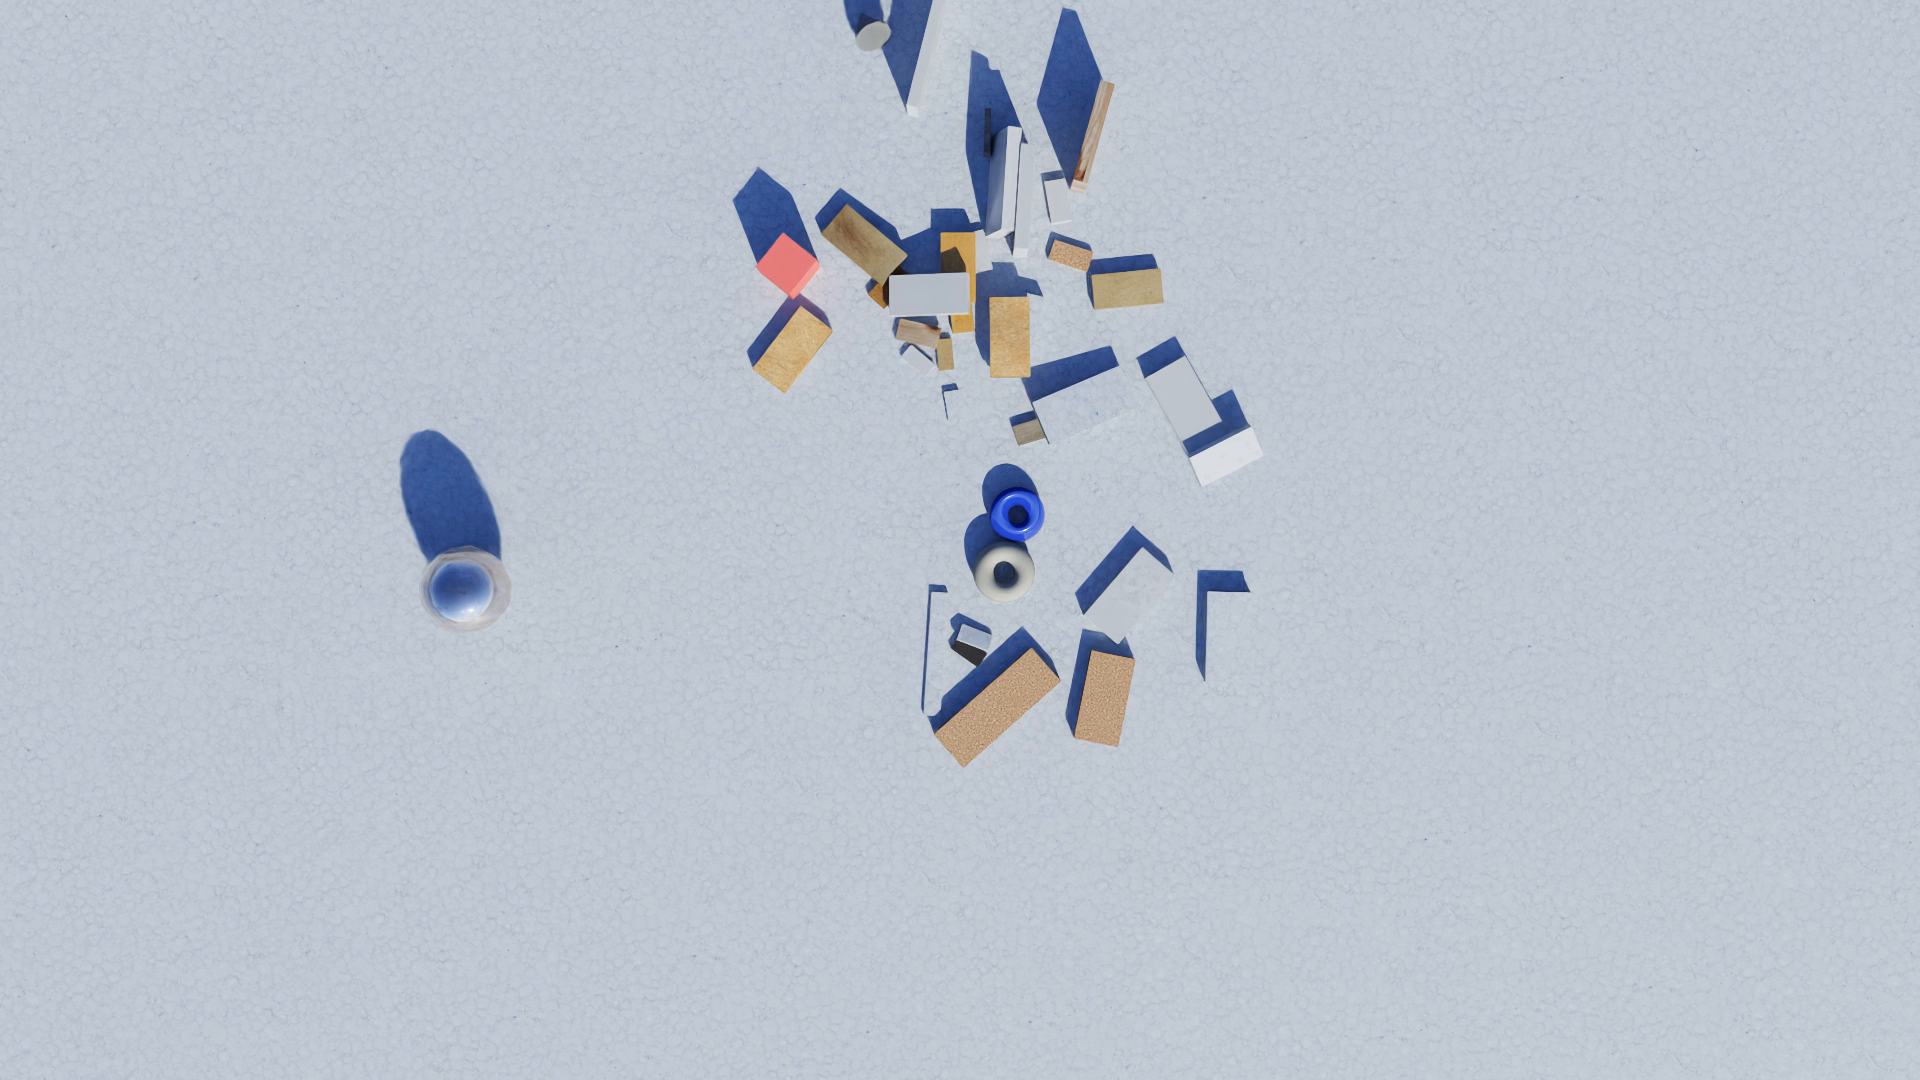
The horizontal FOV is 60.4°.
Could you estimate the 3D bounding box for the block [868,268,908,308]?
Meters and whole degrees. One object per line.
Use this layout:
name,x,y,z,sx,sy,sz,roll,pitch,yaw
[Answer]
block,-0.233,-0.844,5.490,0.070,0.020,0.140,42,90,0

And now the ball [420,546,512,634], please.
ball,-1.603,0.161,5.358,0.283,0.283,0.283,0,90,0

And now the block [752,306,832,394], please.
block,-0.556,-0.631,5.481,0.132,0.037,0.264,38,90,0

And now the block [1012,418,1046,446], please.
block,0.249,-0.365,5.490,0.136,0.019,0.068,-17,90,0

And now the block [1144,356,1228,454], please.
block,0.753,-0.444,5.479,0.149,0.042,0.298,-29,90,0

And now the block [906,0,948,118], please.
block,-0.093,-1.664,5.435,0.037,0.131,0.519,14,90,0

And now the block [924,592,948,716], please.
block,-0.080,0.379,5.492,0.055,0.016,0.412,4,90,0

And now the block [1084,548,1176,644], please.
block,0.563,0.184,5.479,0.149,0.042,0.297,41,90,0

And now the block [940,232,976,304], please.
block,-0.006,-0.900,5.463,0.115,0.033,0.230,0,90,0

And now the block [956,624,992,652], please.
block,0.049,0.324,5.482,0.111,0.016,0.055,21,75,-4

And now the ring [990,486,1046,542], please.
ring,0.191,-0.085,5.470,0.184,0.061,0.184,0,89,0

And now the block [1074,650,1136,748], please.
block,0.480,0.526,5.479,0.149,0.042,0.297,11,90,0

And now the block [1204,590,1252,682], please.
block,0.890,0.321,5.479,0.149,0.042,0.298,1,90,0

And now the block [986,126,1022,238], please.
block,0.142,-1.171,5.413,0.047,0.167,0.334,4,90,-18

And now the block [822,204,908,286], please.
block,-0.317,-0.977,5.471,0.264,0.037,0.132,40,90,5

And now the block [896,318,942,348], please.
block,-0.138,-0.685,5.482,0.140,0.020,0.070,14,90,6

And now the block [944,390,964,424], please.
block,-0.020,-0.445,5.493,0.052,0.015,0.103,-10,90,0

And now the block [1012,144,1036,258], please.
block,0.210,-1.112,5.417,0.047,0.167,0.339,4,90,0

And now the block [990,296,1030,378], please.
block,0.164,-0.669,5.444,0.131,0.037,0.262,-1,90,0

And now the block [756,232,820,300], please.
block,-0.564,-0.899,5.429,0.142,0.142,0.142,39,90,0

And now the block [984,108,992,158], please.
block,0.090,-1.349,5.464,0.021,0.073,0.146,2,90,0

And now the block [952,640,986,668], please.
block,0.030,0.370,5.492,0.111,0.016,0.055,35,90,0

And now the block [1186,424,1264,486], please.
block,0.878,-0.281,5.462,0.229,0.033,0.115,-27,114,0

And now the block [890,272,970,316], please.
block,-0.100,-0.808,5.435,0.264,0.037,0.132,0,90,12

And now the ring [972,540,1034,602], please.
ring,0.146,0.105,5.467,0.206,0.069,0.206,0,91,-1

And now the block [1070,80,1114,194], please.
block,0.434,-1.320,5.417,0.047,0.167,0.334,15,90,0

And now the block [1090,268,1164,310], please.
block,0.556,-0.833,5.484,0.229,0.033,0.115,-6,90,0

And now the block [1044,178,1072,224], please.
block,0.327,-1.127,5.490,0.070,0.020,0.140,-10,90,0

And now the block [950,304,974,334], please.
block,-0.003,-0.822,5.490,0.073,0.021,0.264,-7,90,0

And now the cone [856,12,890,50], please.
cone,-0.308,-1.711,5.473,0.120,0.120,0.120,-25,63,0

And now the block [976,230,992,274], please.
block,0.060,-0.958,5.490,0.068,0.019,0.136,-14,90,0

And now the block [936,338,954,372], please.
block,-0.049,-0.617,5.493,0.052,0.015,0.103,-5,90,0

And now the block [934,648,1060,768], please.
block,0.124,0.556,5.479,0.433,0.042,0.149,-42,90,0

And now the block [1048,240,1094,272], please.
block,0.369,-0.945,5.490,0.136,0.019,0.068,18,90,0

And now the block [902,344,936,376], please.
block,-0.140,-0.597,5.493,0.103,0.015,0.052,40,90,0

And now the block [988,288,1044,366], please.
block,0.186,-0.693,5.481,0.131,0.037,0.262,14,90,0

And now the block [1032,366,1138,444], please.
block,0.412,-0.447,5.468,0.319,0.042,0.149,-23,90,-4
